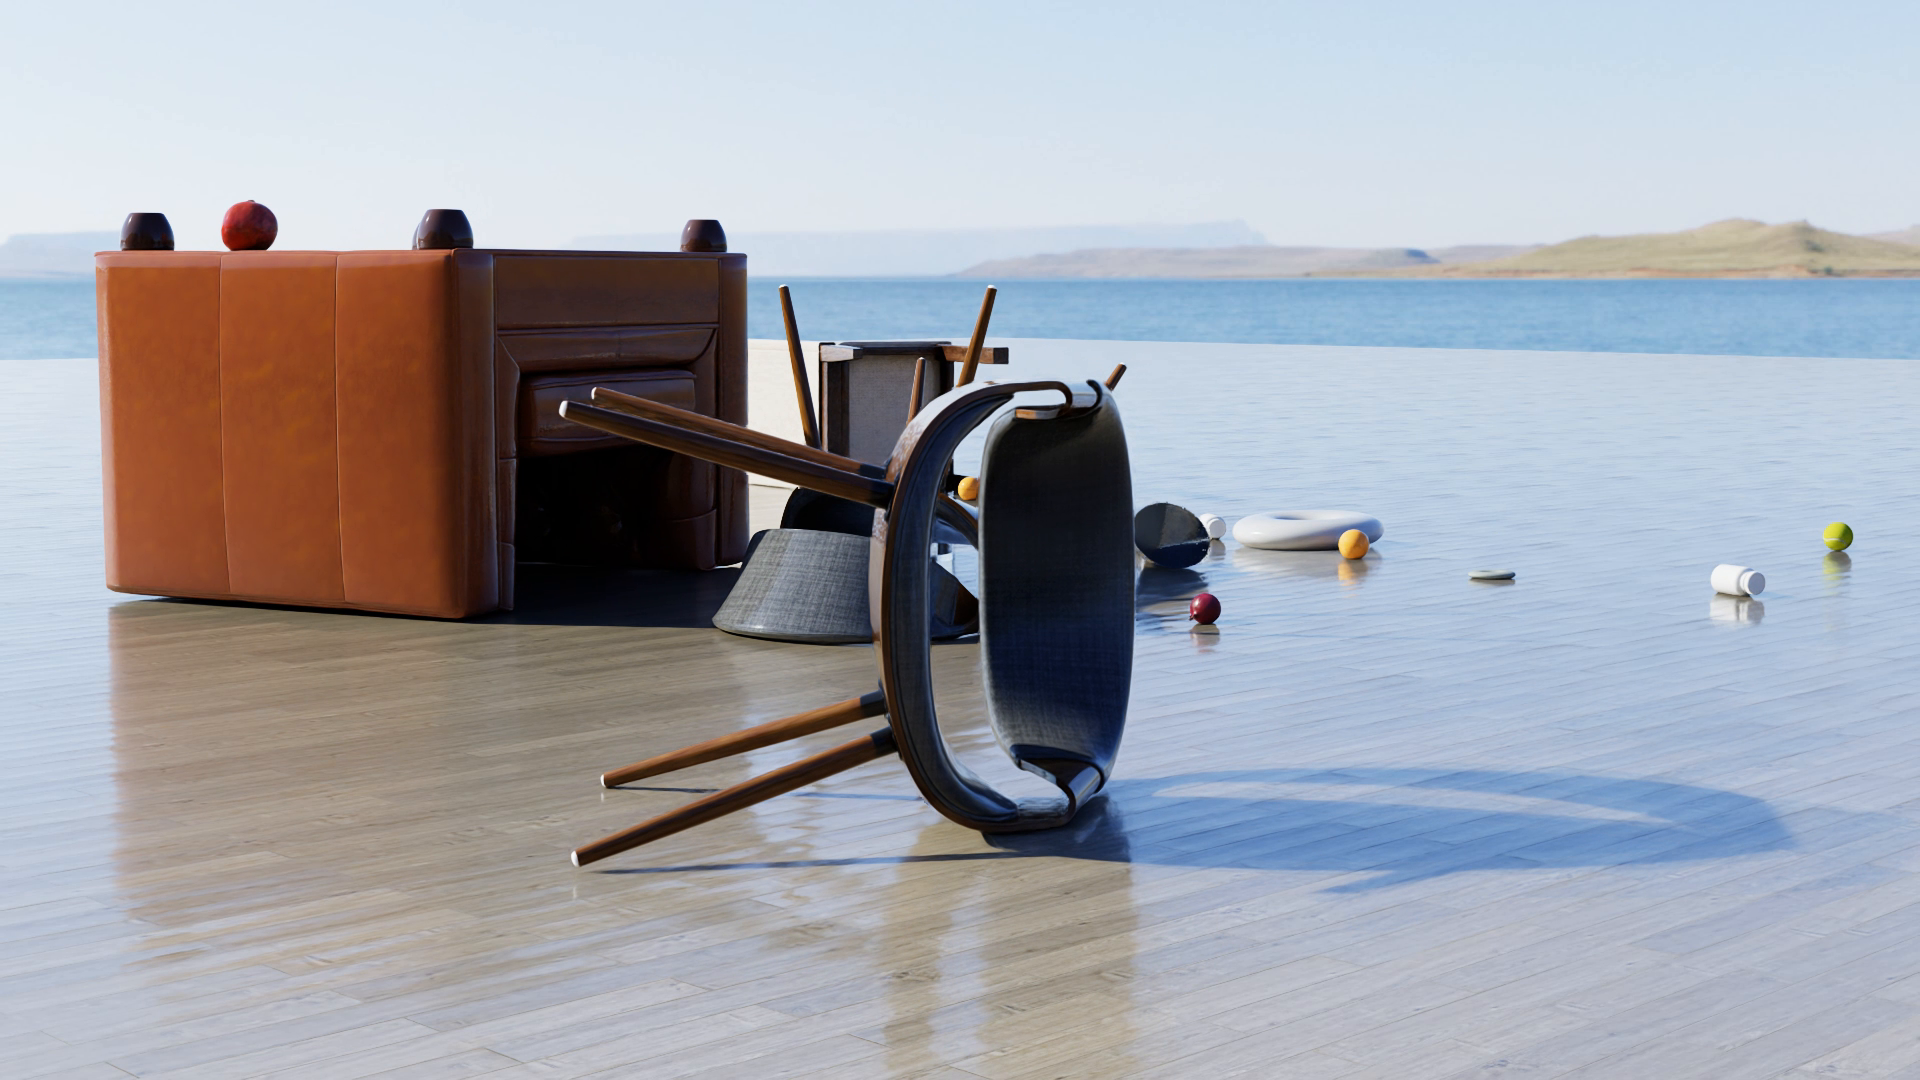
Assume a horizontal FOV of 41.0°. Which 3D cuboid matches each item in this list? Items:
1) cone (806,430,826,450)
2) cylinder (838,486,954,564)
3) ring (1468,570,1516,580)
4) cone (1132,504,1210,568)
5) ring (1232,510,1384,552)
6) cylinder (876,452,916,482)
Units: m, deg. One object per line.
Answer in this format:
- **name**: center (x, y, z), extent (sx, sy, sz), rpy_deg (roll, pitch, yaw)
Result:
- **cone**: center (-0.545, -0.363, 9.776), extent (0.074, 0.066, 0.156), rpy_deg (-22, 19, 2)
- **cylinder**: center (-0.152, -0.038, 6.010), extent (0.294, 0.159, 0.244), rpy_deg (5, 8, 41)
- **ring**: center (1.162, 0.075, 5.606), extent (0.103, 0.016, 0.078), rpy_deg (0, 6, -2)
- **cone**: center (0.453, 0.021, 5.868), extent (0.211, 0.172, 0.120), rpy_deg (-11, -25, -35)
- **ring**: center (0.852, -0.024, 6.279), extent (0.354, 0.075, 0.411), rpy_deg (4, 8, 39)
- **cylinder**: center (-0.207, -0.236, 8.273), extent (0.101, 0.083, 0.087), rpy_deg (30, -10, -28)
